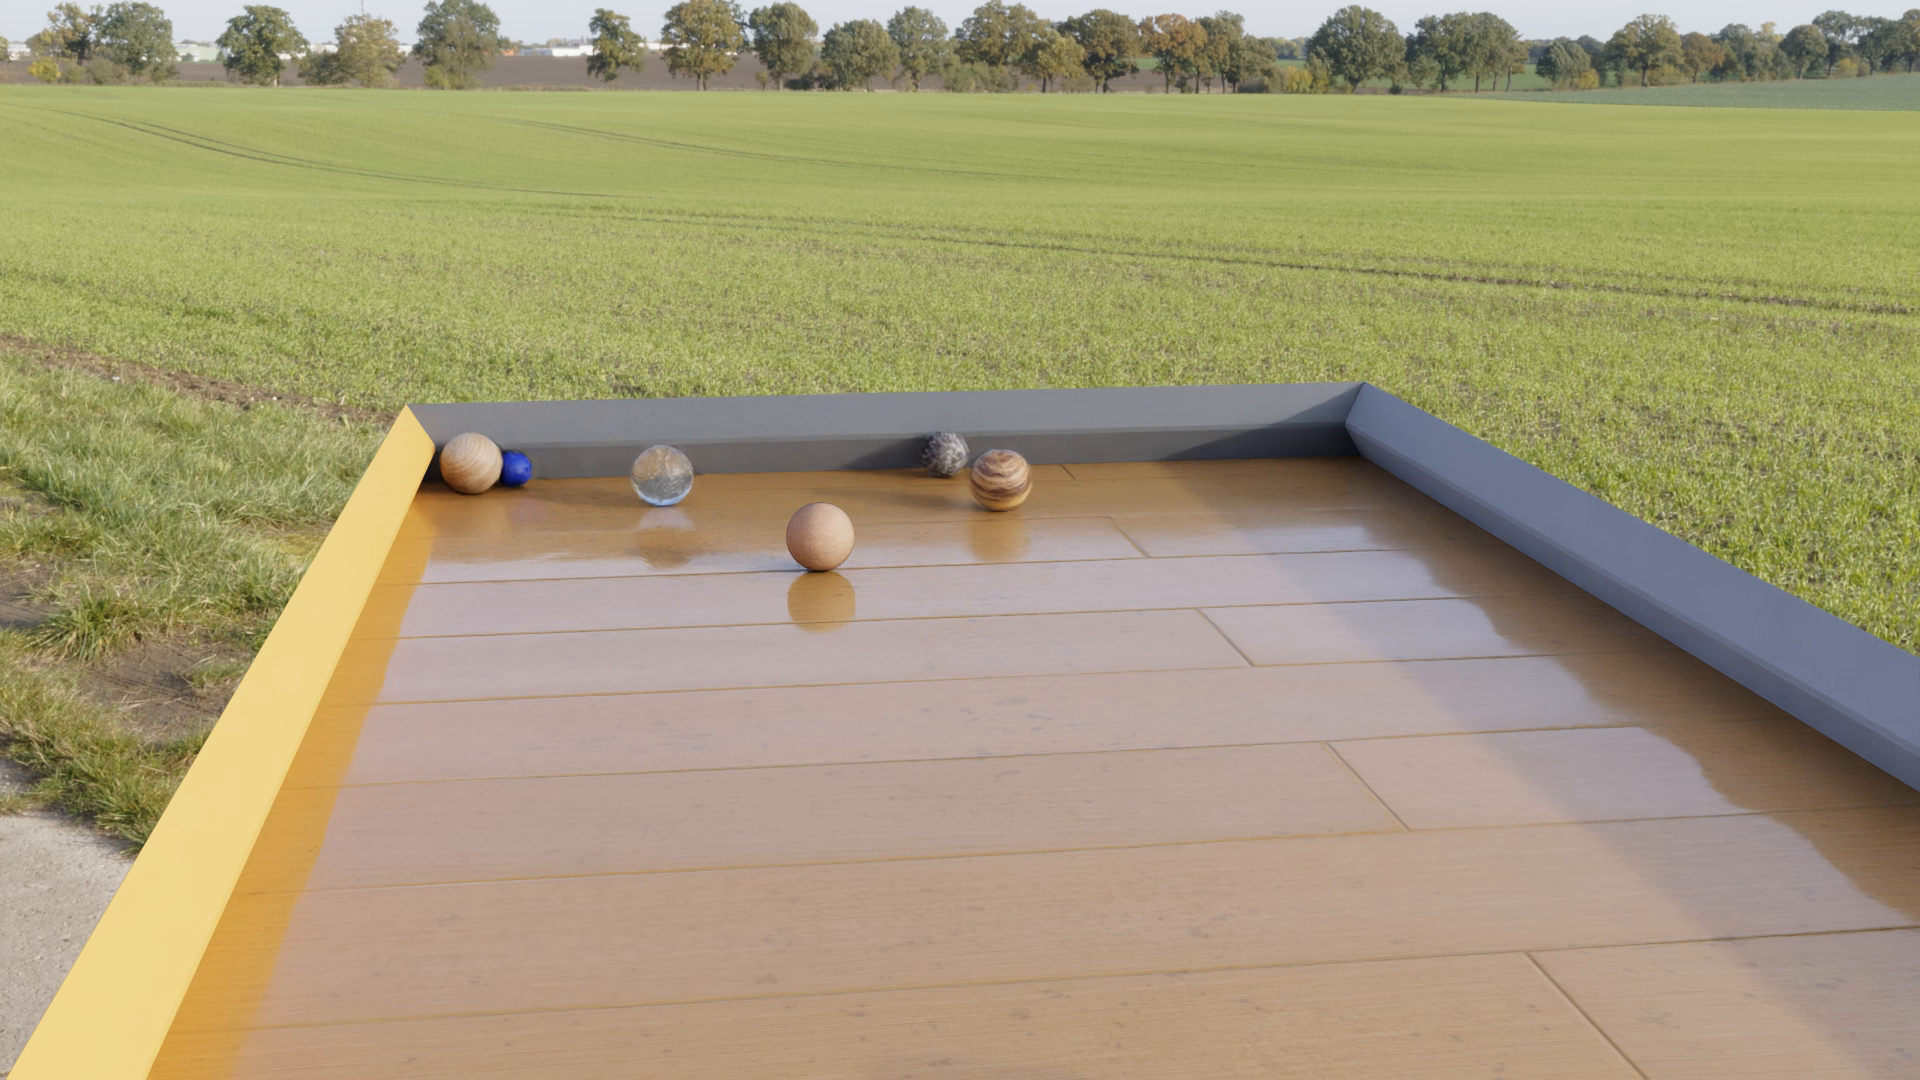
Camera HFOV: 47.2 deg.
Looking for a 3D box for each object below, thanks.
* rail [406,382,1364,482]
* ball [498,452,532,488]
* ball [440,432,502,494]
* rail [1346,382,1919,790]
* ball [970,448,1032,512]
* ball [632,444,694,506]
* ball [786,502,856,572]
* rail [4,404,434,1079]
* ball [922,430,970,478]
[{"bbox_3d":[-0.090,-0.165,3.396,1.496,0.118,0.045,-2,14,-8],"label":"rail"},{"bbox_3d":[-0.667,-0.106,3.290,0.054,0.054,0.054,0,13,0],"label":"ball"},{"bbox_3d":[-0.720,-0.113,3.241,0.091,0.091,0.091,0,13,0],"label":"ball"},{"bbox_3d":[0.811,0.106,2.254,0.045,0.118,2.628,-2,14,-8],"label":"rail"},{"bbox_3d":[0.057,-0.086,3.128,0.089,0.089,0.089,0,13,0],"label":"ball"},{"bbox_3d":[-0.427,-0.092,3.159,0.088,0.088,0.088,0,13,0],"label":"ball"},{"bbox_3d":[-0.177,-0.004,2.789,0.088,0.088,0.088,0,13,0],"label":"ball"},{"bbox_3d":[-0.624,0.154,2.053,0.045,0.118,2.628,-2,14,-8],"label":"rail"},{"bbox_3d":[-0.022,-0.132,3.360,0.072,0.072,0.072,0,13,0],"label":"ball"}]
